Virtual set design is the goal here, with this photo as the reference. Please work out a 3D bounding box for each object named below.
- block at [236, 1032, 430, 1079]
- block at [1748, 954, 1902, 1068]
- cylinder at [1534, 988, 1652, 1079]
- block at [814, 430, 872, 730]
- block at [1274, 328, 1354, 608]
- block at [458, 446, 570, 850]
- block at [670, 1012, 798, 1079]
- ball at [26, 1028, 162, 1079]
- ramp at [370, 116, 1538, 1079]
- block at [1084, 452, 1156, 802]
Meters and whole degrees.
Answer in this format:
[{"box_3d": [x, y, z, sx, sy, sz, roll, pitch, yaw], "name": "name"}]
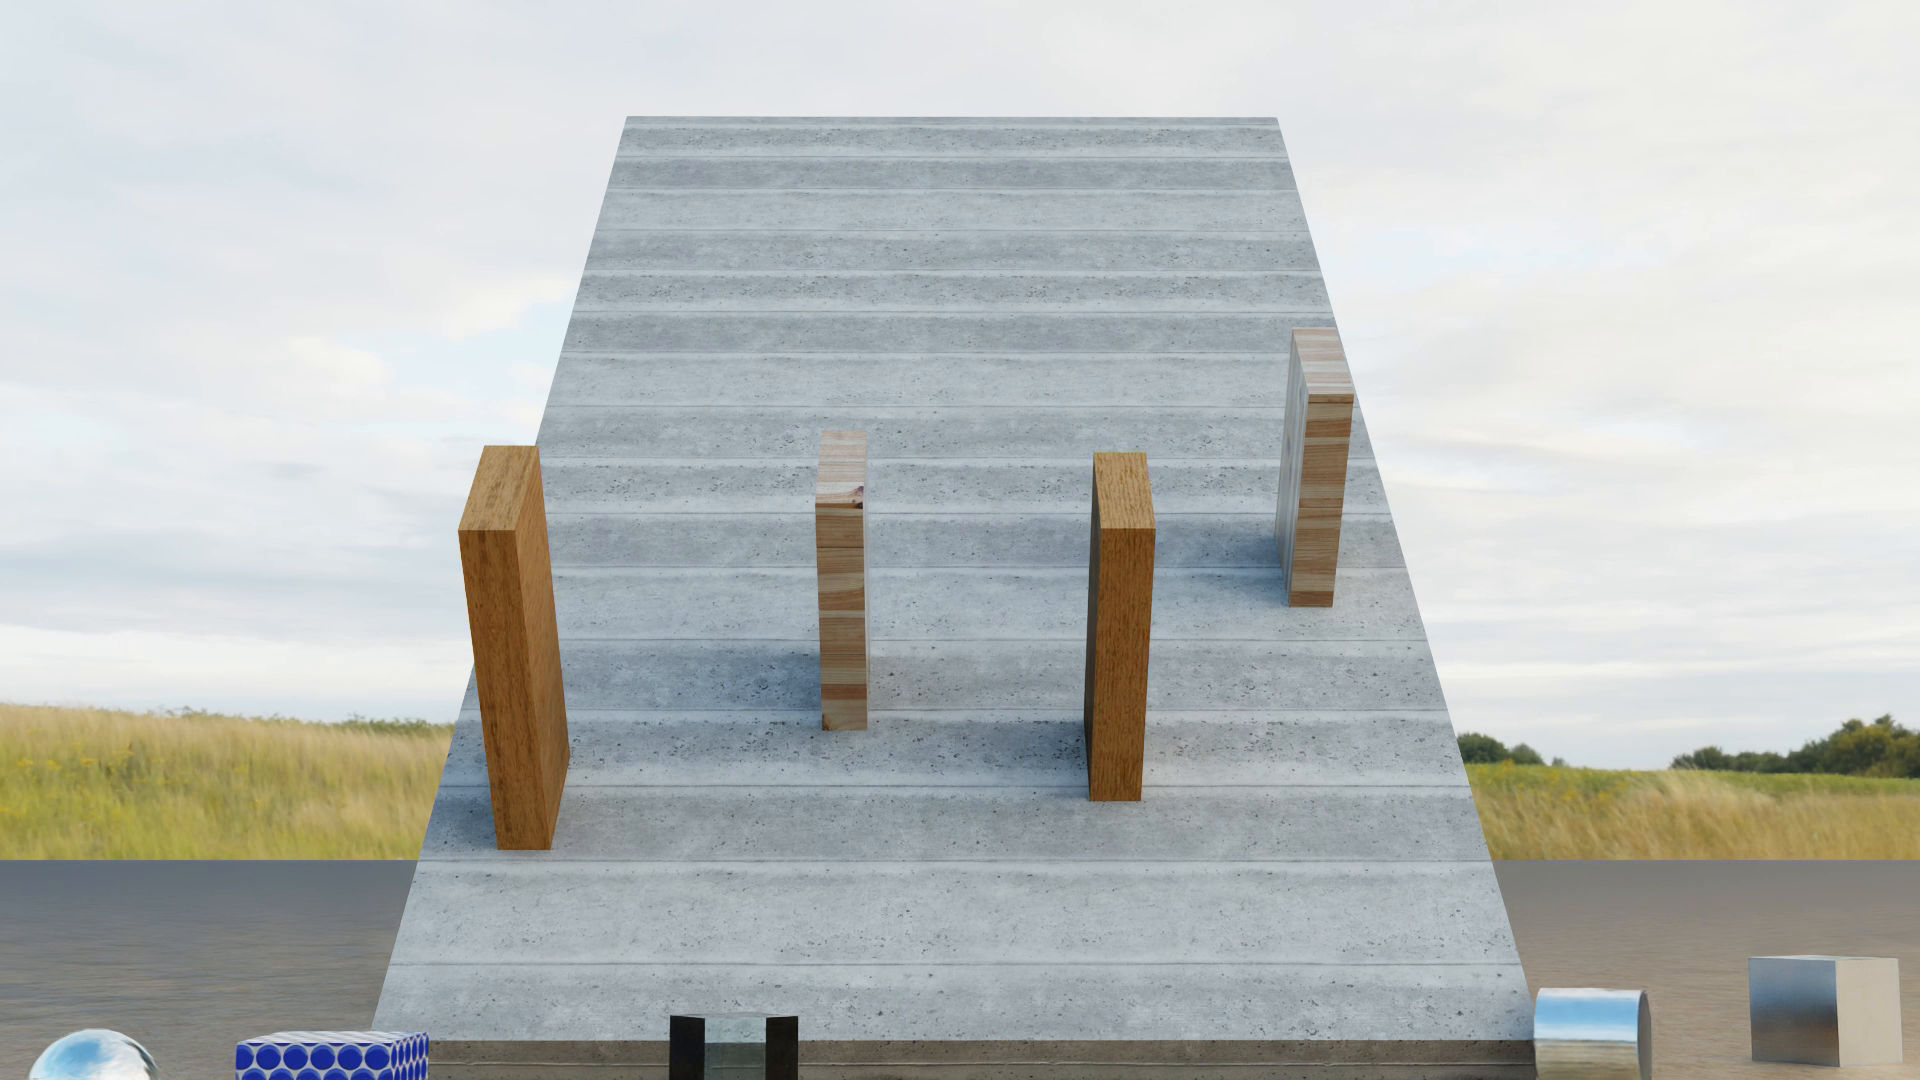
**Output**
[{"box_3d": [-0.735, 0.673, 2.879, 0.178, 0.178, 0.178, 0, -7, 2], "name": "block"}, {"box_3d": [1.651, 0.896, 4.683, 0.194, 0.194, 0.194, 5, -9, -35], "name": "block"}, {"box_3d": [1.065, 0.838, 4.122, 0.167, 0.167, 0.167, -3, -8, 23], "name": "cylinder"}, {"box_3d": [-0.230, 0.082, 4.883, 0.090, 0.534, 0.274, 0, 33, 0], "name": "block"}, {"box_3d": [0.756, -0.154, 5.266, 0.093, 0.527, 0.292, 0, 33, 0], "name": "block"}, {"box_3d": [-0.815, 0.204, 4.525, 0.098, 0.709, 0.288, 0, 33, 0], "name": "block"}, {"box_3d": [-0.351, 0.809, 3.800, 0.143, 0.143, 0.143, 6, -10, -40], "name": "block"}, {"box_3d": [-1.105, 0.709, 3.127, 0.169, 0.169, 0.169, 0, -7, 0], "name": "ball"}, {"box_3d": [-0.015, -0.183, 5.888, 2.000, 0.100, 4.000, 0, 33, 0], "name": "ramp"}, {"box_3d": [0.300, 0.169, 4.669, 0.098, 0.621, 0.267, 0, 33, 0], "name": "block"}]
